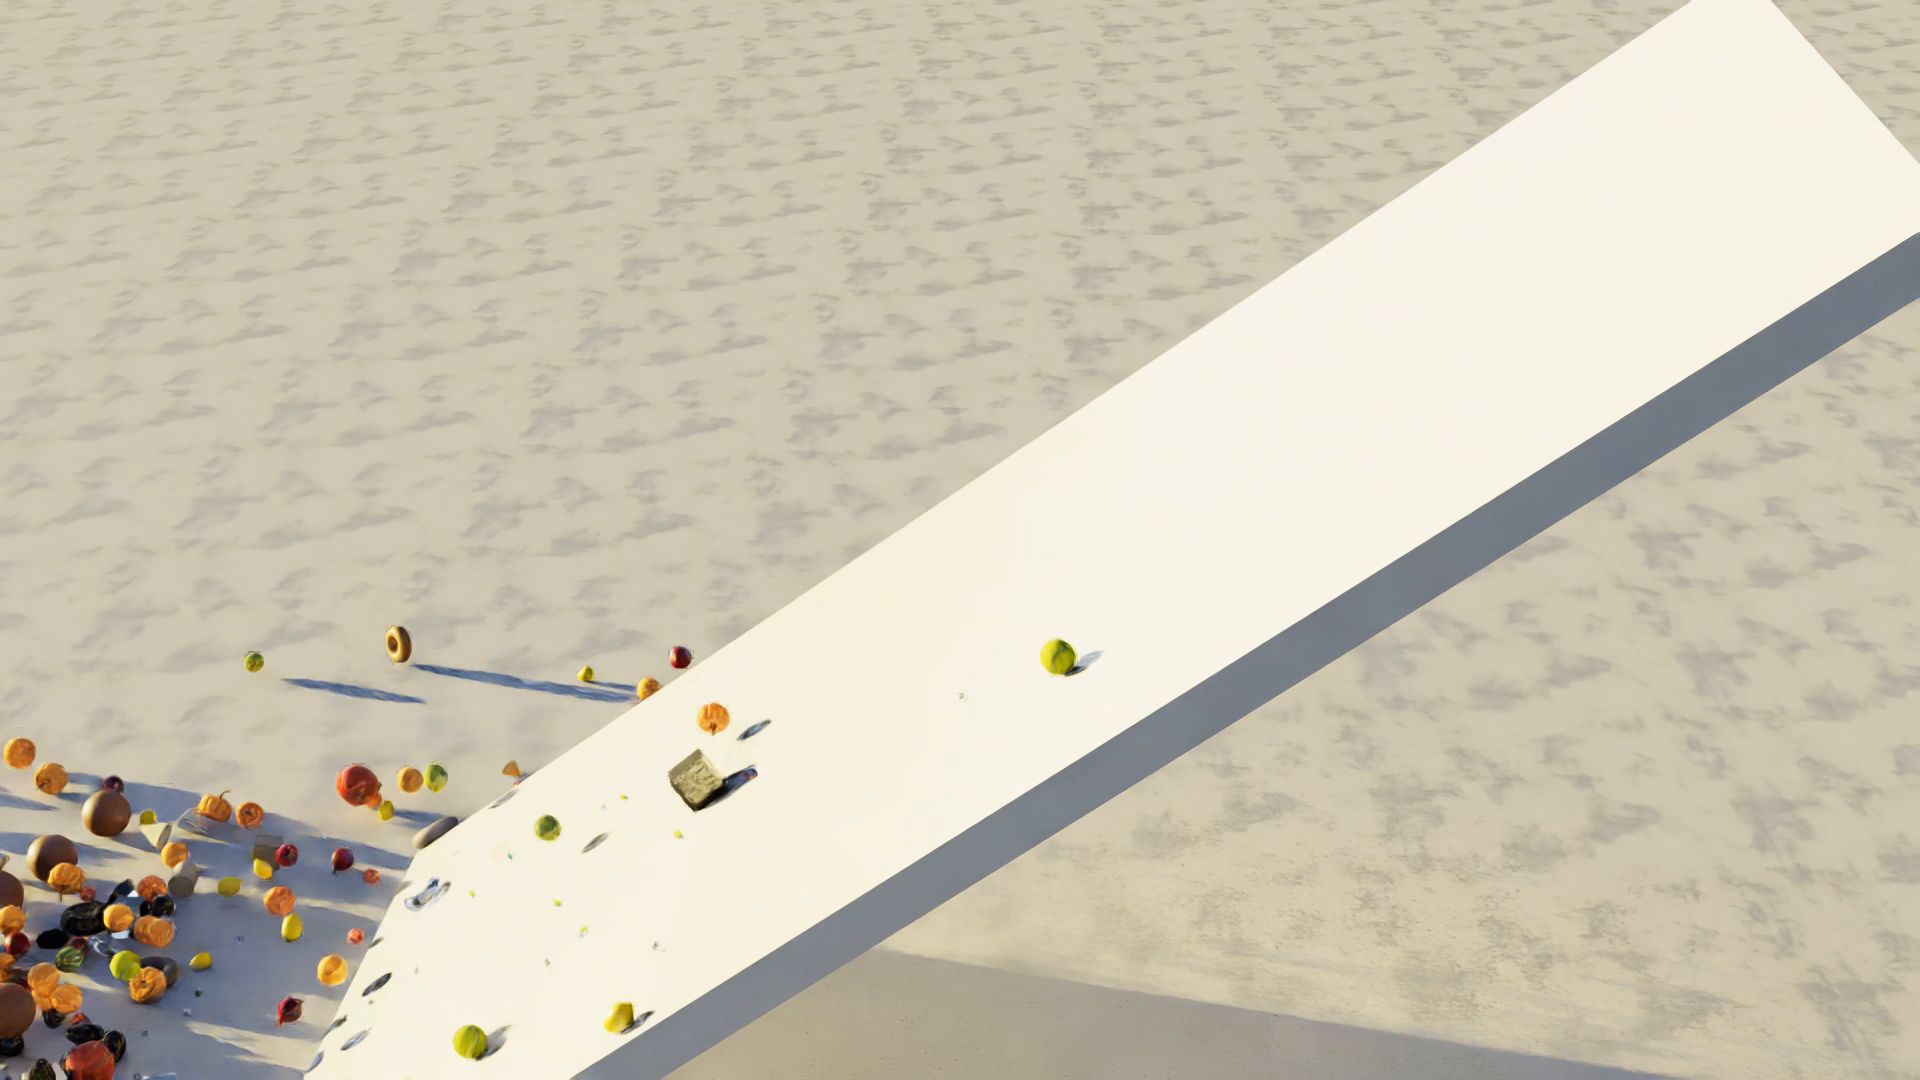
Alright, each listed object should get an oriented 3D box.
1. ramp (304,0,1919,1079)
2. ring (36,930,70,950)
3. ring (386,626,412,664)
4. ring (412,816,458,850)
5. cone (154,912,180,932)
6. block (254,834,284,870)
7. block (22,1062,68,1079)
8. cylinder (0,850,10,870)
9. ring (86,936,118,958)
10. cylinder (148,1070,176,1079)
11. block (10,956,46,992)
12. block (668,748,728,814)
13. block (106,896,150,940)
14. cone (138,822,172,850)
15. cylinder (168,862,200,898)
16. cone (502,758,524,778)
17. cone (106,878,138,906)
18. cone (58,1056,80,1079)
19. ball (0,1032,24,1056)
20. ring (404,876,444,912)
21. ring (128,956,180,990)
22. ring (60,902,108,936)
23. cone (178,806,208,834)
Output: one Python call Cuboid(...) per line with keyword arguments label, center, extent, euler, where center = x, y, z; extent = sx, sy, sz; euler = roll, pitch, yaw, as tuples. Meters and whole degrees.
Cuboid(label="ramp", center=(0.132, 0.177, 6.315), extent=(4.000, 0.100, 2.000), euler=(-34, 16, 16))
Cuboid(label="ring", center=(-2.308, 1.016, 7.483), extent=(0.080, 0.027, 0.080), euler=(-1, 19, 0))
Cuboid(label="ring", center=(-1.728, 0.322, 9.055), extent=(0.039, 0.117, 0.117), euler=(-10, 23, -40))
Cuboid(label="ring", center=(-1.392, 0.777, 7.807), extent=(0.133, 0.044, 0.133), euler=(-31, -3, -2))
Cuboid(label="cone", center=(-2.027, 0.991, 7.544), extent=(0.057, 0.057, 0.057), euler=(26, 22, -5))
Cuboid(label="block", center=(-1.833, 0.828, 7.793), extent=(0.068, 0.068, 0.068), euler=(4, 16, -9))
Cuboid(label="block", center=(-2.105, 1.271, 6.780), extent=(0.083, 0.083, 0.083), euler=(-14, 26, -30))
Cuboid(label="cylinder", center=(-2.560, 0.852, 7.805), extent=(0.053, 0.053, 0.053), euler=(35, -7, 5))
Cuboid(label="ring", center=(-2.160, 1.026, 7.408), extent=(0.087, 0.029, 0.087), euler=(30, -11, 6))
Cuboid(label="cylinder", center=(-1.837, 1.265, 6.769), extent=(0.070, 0.070, 0.070), euler=(-22, 27, -12))
Cuboid(label="block", center=(-2.310, 1.076, 7.295), extent=(0.058, 0.058, 0.058), euler=(7, 23, 17))
Cuboid(label="block", center=(-0.583, 0.534, 6.533), extent=(0.090, 0.090, 0.090), euler=(-38, 15, 1))
Cuboid(label="block", center=(-2.131, 0.967, 7.534), extent=(0.078, 0.078, 0.078), euler=(4, 22, 9))
Cuboid(label="cone", center=(-2.177, 0.782, 7.913), extent=(0.082, 0.082, 0.082), euler=(22, 26, 7))
Cuboid(label="cylinder", center=(-2.037, 0.891, 7.716), extent=(0.069, 0.069, 0.069), euler=(0, 26, -1))
Cuboid(label="cone", center=(-1.263, 0.659, 8.364), extent=(0.054, 0.054, 0.054), euler=(35, 31, 10))
Cuboid(label="cone", center=(-2.147, 0.946, 7.633), extent=(0.095, 0.095, 0.095), euler=(34, 31, 10))
Cuboid(label="cone", center=(-2.098, 1.235, 6.889), extent=(0.068, 0.068, 0.068), euler=(0, 22, 0))
Cuboid(label="ball", center=(-2.256, 1.198, 6.991), extent=(0.060, 0.060, 0.060), euler=(0, 22, 0))
Cuboid(label="ring", center=(-1.335, 0.881, 7.324), extent=(0.113, 0.038, 0.113), euler=(-34, 17, 12))
Cuboid(label="ring", center=(-2.003, 1.077, 7.312), extent=(0.129, 0.043, 0.129), euler=(1, 22, 0))
Cuboid(label="ring", center=(-2.245, 0.973, 7.563), extent=(0.139, 0.046, 0.139), euler=(-1, 21, 0))
Cuboid(label="cone", center=(-2.084, 0.782, 8.048), extent=(0.077, 0.077, 0.077), euler=(36, 33, 13))
